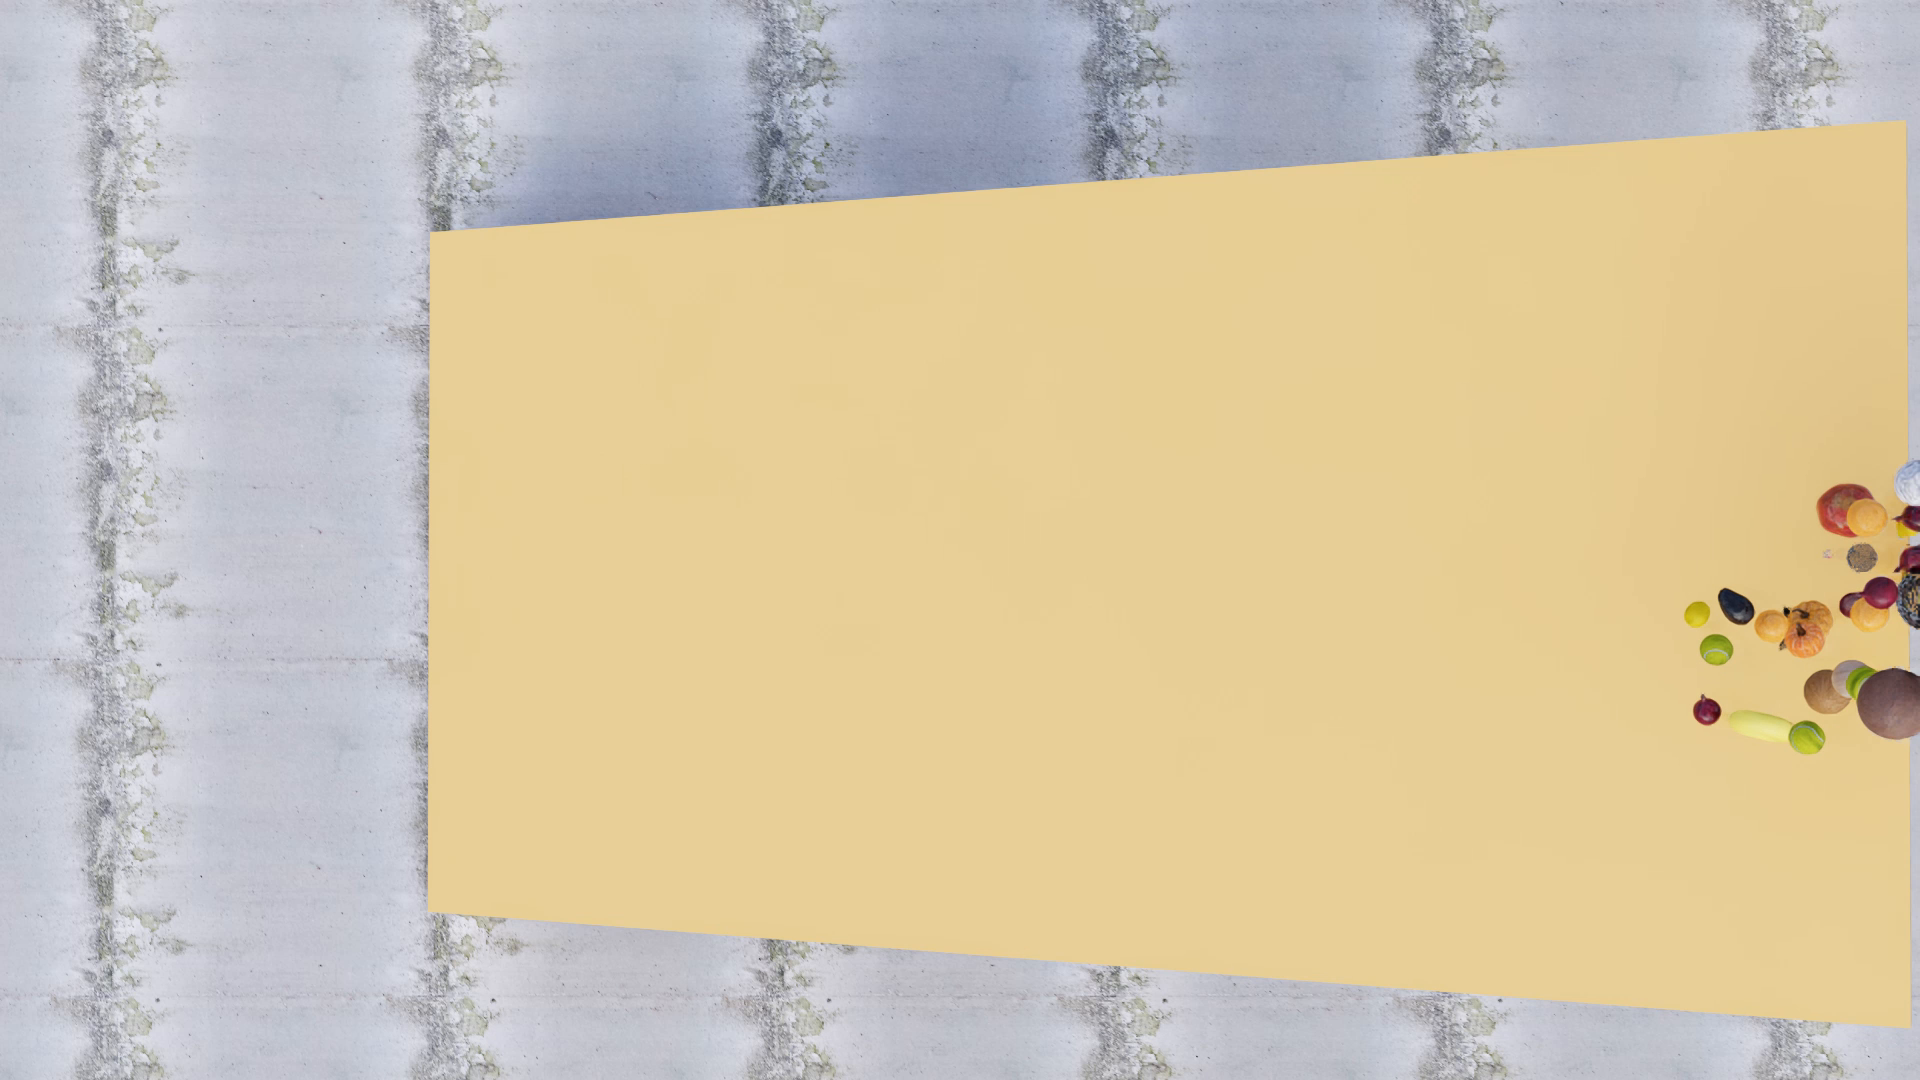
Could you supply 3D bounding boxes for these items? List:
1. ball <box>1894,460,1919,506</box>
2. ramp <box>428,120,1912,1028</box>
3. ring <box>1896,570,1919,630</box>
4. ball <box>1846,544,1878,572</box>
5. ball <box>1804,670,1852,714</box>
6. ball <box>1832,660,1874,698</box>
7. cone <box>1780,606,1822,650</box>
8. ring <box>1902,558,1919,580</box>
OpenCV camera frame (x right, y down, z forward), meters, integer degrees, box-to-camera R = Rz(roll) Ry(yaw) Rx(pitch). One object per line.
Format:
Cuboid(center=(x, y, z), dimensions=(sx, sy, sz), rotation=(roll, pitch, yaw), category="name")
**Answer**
Cuboid(center=(1.654, -0.098, 3.790), dimensions=(0.082, 0.082, 0.082), rotation=(0, 89, 0), category="ball")
Cuboid(center=(0.283, 0.083, 5.703), dimensions=(4.000, 0.100, 2.000), rotation=(0, 89, 24), category="ramp")
Cuboid(center=(1.929, 0.122, 4.404), dimensions=(0.041, 0.122, 0.122), rotation=(-8, 89, -24), category="ring")
Cuboid(center=(1.962, 0.039, 4.782), dimensions=(0.063, 0.063, 0.063), rotation=(0, 89, 0), category="ball")
Cuboid(center=(1.869, 0.327, 4.735), dimensions=(0.098, 0.098, 0.098), rotation=(0, 89, 0), category="ball")
Cuboid(center=(1.776, 0.276, 4.376), dimensions=(0.078, 0.078, 0.078), rotation=(0, 89, 0), category="ball")
Cuboid(center=(1.817, 0.206, 4.809), dimensions=(0.093, 0.093, 0.093), rotation=(29, 105, 0), category="cone")
Cuboid(center=(2.096, 0.102, 4.784), dimensions=(0.128, 0.043, 0.128), rotation=(13, 69, -35), category="ring")
